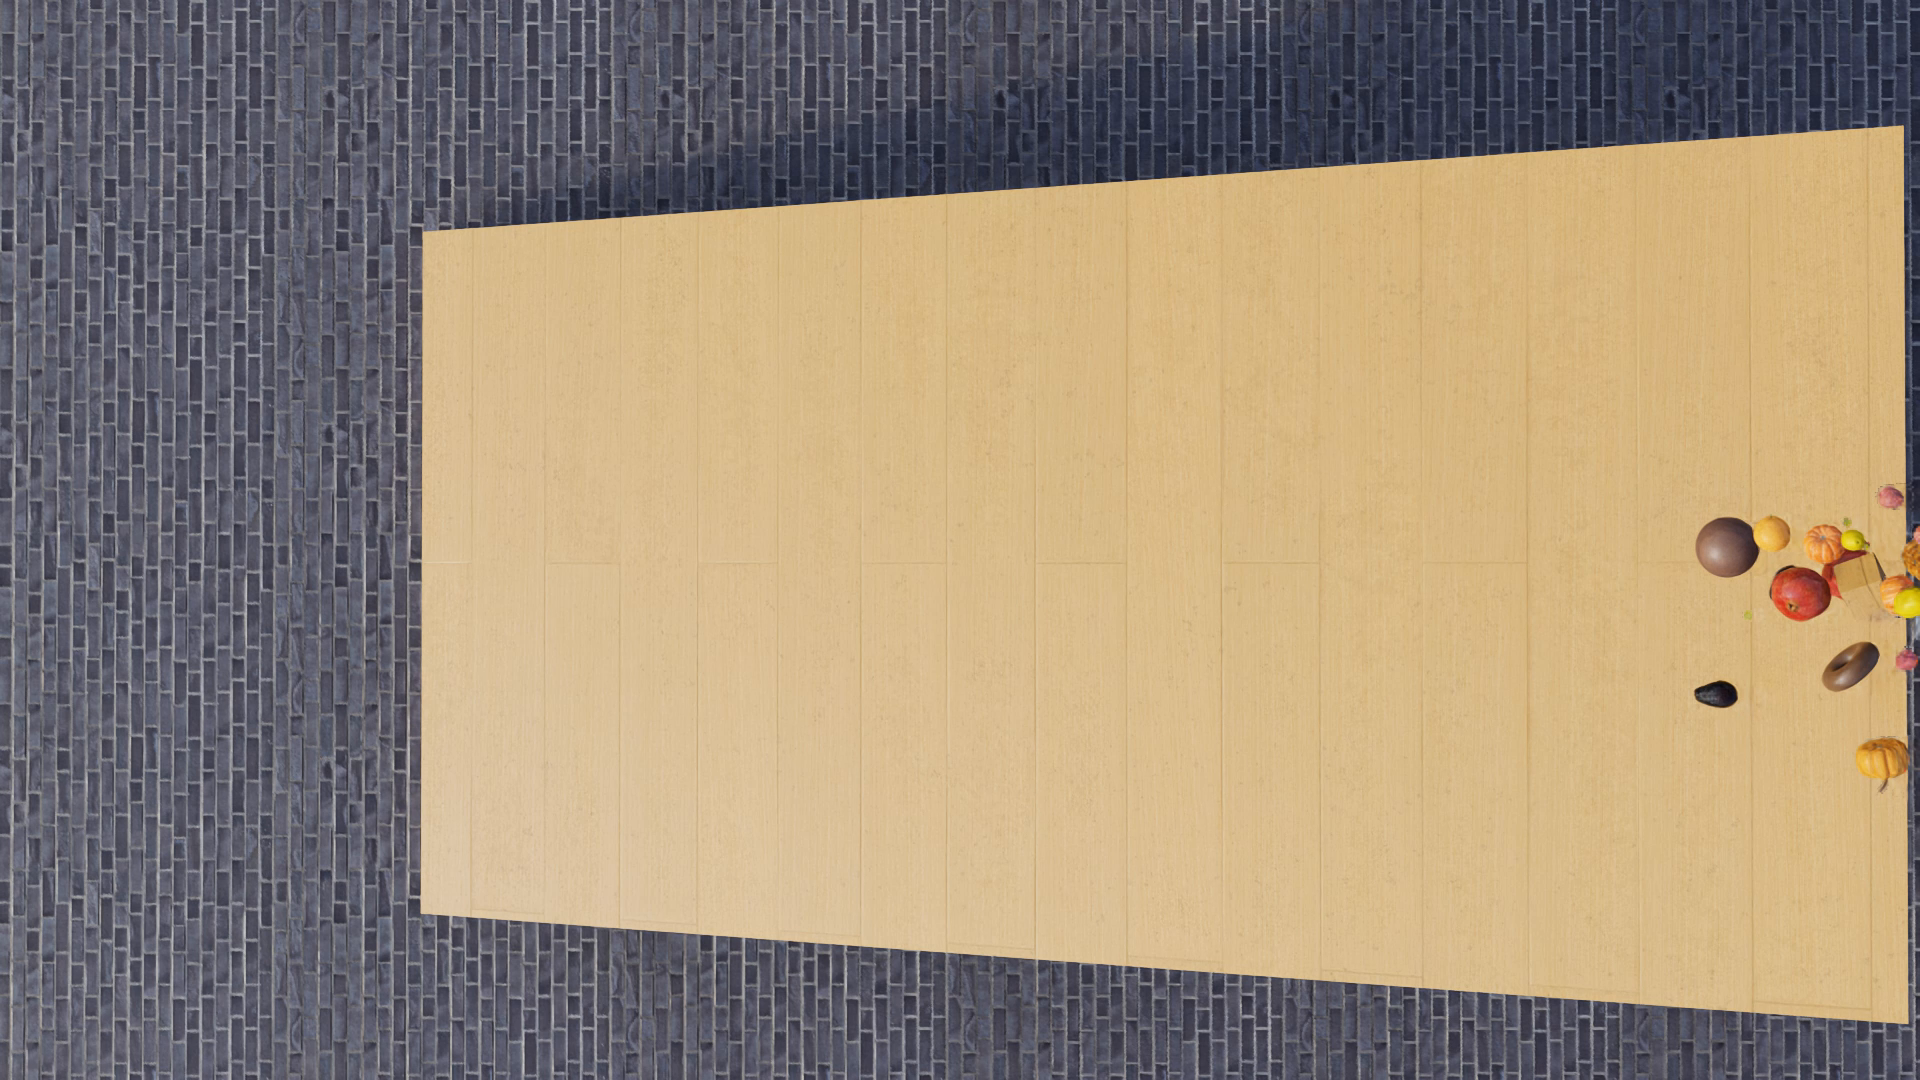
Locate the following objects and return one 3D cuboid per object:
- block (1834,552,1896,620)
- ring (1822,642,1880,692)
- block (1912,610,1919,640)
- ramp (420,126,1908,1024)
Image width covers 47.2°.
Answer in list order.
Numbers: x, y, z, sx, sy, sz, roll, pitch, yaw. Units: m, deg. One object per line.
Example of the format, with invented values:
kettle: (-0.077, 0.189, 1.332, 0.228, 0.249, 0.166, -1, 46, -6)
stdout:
block: (1.837, 0.093, 4.469, 0.082, 0.082, 0.082, -23, 124, 27)
ring: (1.924, 0.273, 4.752, 0.137, 0.137, 0.046, -44, 90, 0)
block: (1.945, 0.169, 4.415, 0.054, 0.054, 0.054, -3, 92, 18)
ramp: (0.283, 0.085, 5.720, 4.000, 0.100, 2.000, 0, 89, 23)
